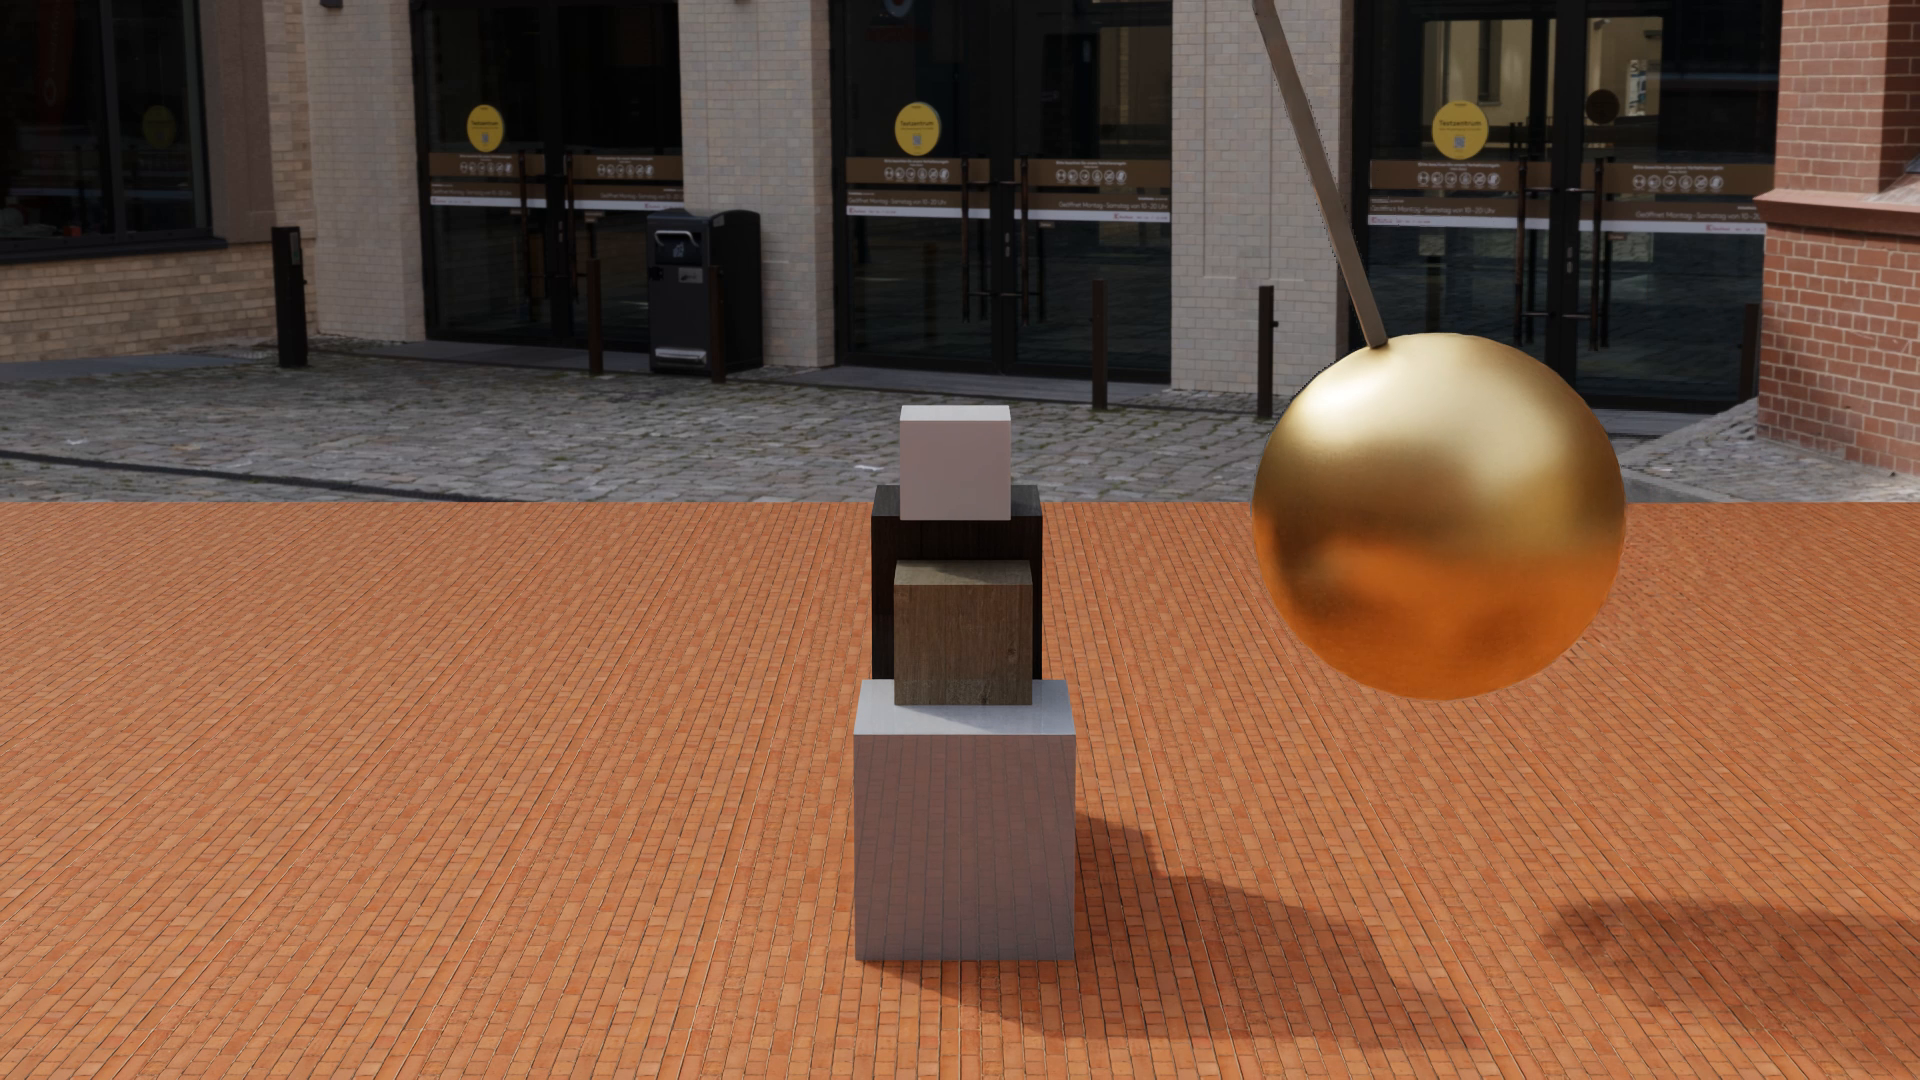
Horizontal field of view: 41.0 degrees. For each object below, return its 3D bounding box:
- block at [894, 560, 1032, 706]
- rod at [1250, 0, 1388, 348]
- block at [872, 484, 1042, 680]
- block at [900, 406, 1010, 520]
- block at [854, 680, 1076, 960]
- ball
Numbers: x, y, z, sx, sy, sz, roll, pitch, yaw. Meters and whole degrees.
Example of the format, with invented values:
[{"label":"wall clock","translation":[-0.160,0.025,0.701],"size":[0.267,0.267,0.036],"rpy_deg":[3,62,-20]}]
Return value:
[{"label":"block","translation":[0.013,0.383,10.816],"size":[0.569,0.507,0.549],"rpy_deg":[0,10,0]},{"label":"rod","translation":[0.899,-3.242,10.591],"size":[0.080,5.200,0.080],"rpy_deg":[-20,10,4]},{"label":"block","translation":[-0.013,0.204,11.502],"size":[0.738,0.779,0.844],"rpy_deg":[0,10,0]},{"label":"block","translation":[-0.020,-0.339,11.119],"size":[0.470,0.427,0.497],"rpy_deg":[0,10,0]},{"label":"block","translation":[0.018,1.143,10.664],"size":[0.879,0.935,0.932],"rpy_deg":[0,10,0]},{"label":"ball","translation":[2.074,-0.103,11.162],"size":[1.600,1.600,1.600],"rpy_deg":[0,10,0]}]
